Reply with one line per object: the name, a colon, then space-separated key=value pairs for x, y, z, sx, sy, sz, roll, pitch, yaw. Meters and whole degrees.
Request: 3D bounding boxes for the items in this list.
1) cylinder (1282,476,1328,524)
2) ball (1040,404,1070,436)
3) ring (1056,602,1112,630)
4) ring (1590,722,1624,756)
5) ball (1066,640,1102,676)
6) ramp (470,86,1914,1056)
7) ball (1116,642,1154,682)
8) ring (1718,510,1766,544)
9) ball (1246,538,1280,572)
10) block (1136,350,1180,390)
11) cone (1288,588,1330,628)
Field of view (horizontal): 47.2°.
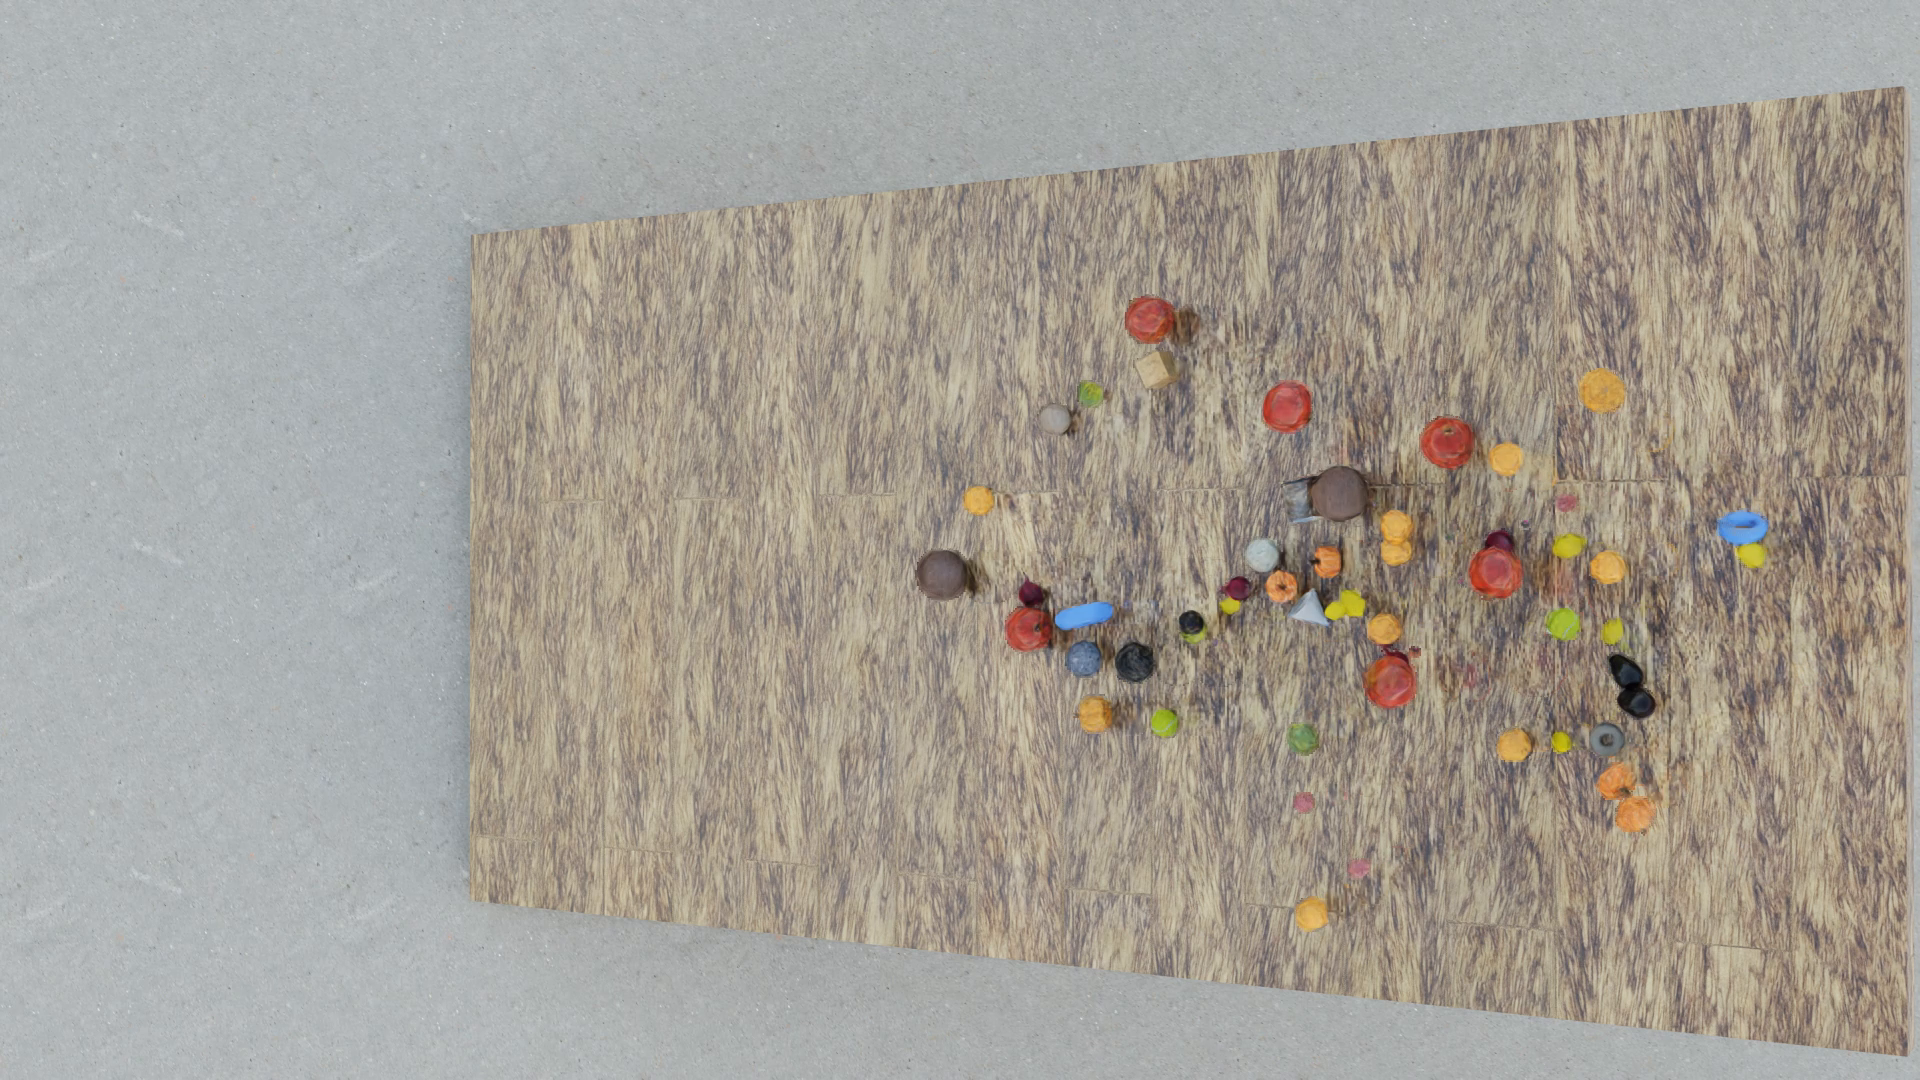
cylinder: x=0.811 y=-0.094 z=5.169 sx=0.092 sy=0.092 sz=0.092 roll=-11 pitch=83 yaw=0
ball: x=0.239 y=-0.302 z=5.527 sx=0.078 sy=0.078 sz=0.078 roll=0 pitch=89 yaw=0
ring: x=0.307 y=0.187 z=5.433 sx=0.145 sy=0.145 sz=0.048 roll=-13 pitch=85 yaw=0
ring: x=1.422 y=0.439 z=4.833 sx=0.075 sy=0.025 sz=0.075 roll=0 pitch=90 yaw=33
ball: x=0.310 y=0.295 z=5.472 sx=0.088 sy=0.088 sz=0.088 roll=0 pitch=89 yaw=0
ramp: x=0.265 y=0.073 z=5.611 sx=4.000 sy=0.100 sz=2.000 roll=0 pitch=89 yaw=31
ball: x=0.429 y=0.301 z=5.395 sx=0.096 sy=0.096 sz=0.096 roll=0 pitch=89 yaw=0
ring: x=1.654 y=-0.027 z=4.648 sx=0.097 sy=0.097 sz=0.032 roll=-12 pitch=124 yaw=0
ball: x=0.719 y=0.036 z=5.230 sx=0.081 sy=0.081 sz=0.081 roll=0 pitch=89 yaw=0
block: x=0.484 y=-0.415 z=5.384 sx=0.068 sy=0.068 sz=0.068 roll=-29 pitch=75 yaw=28
cone: x=0.839 y=0.177 z=5.180 sx=0.090 sy=0.090 sz=0.090 roll=40 pitch=90 yaw=-3
